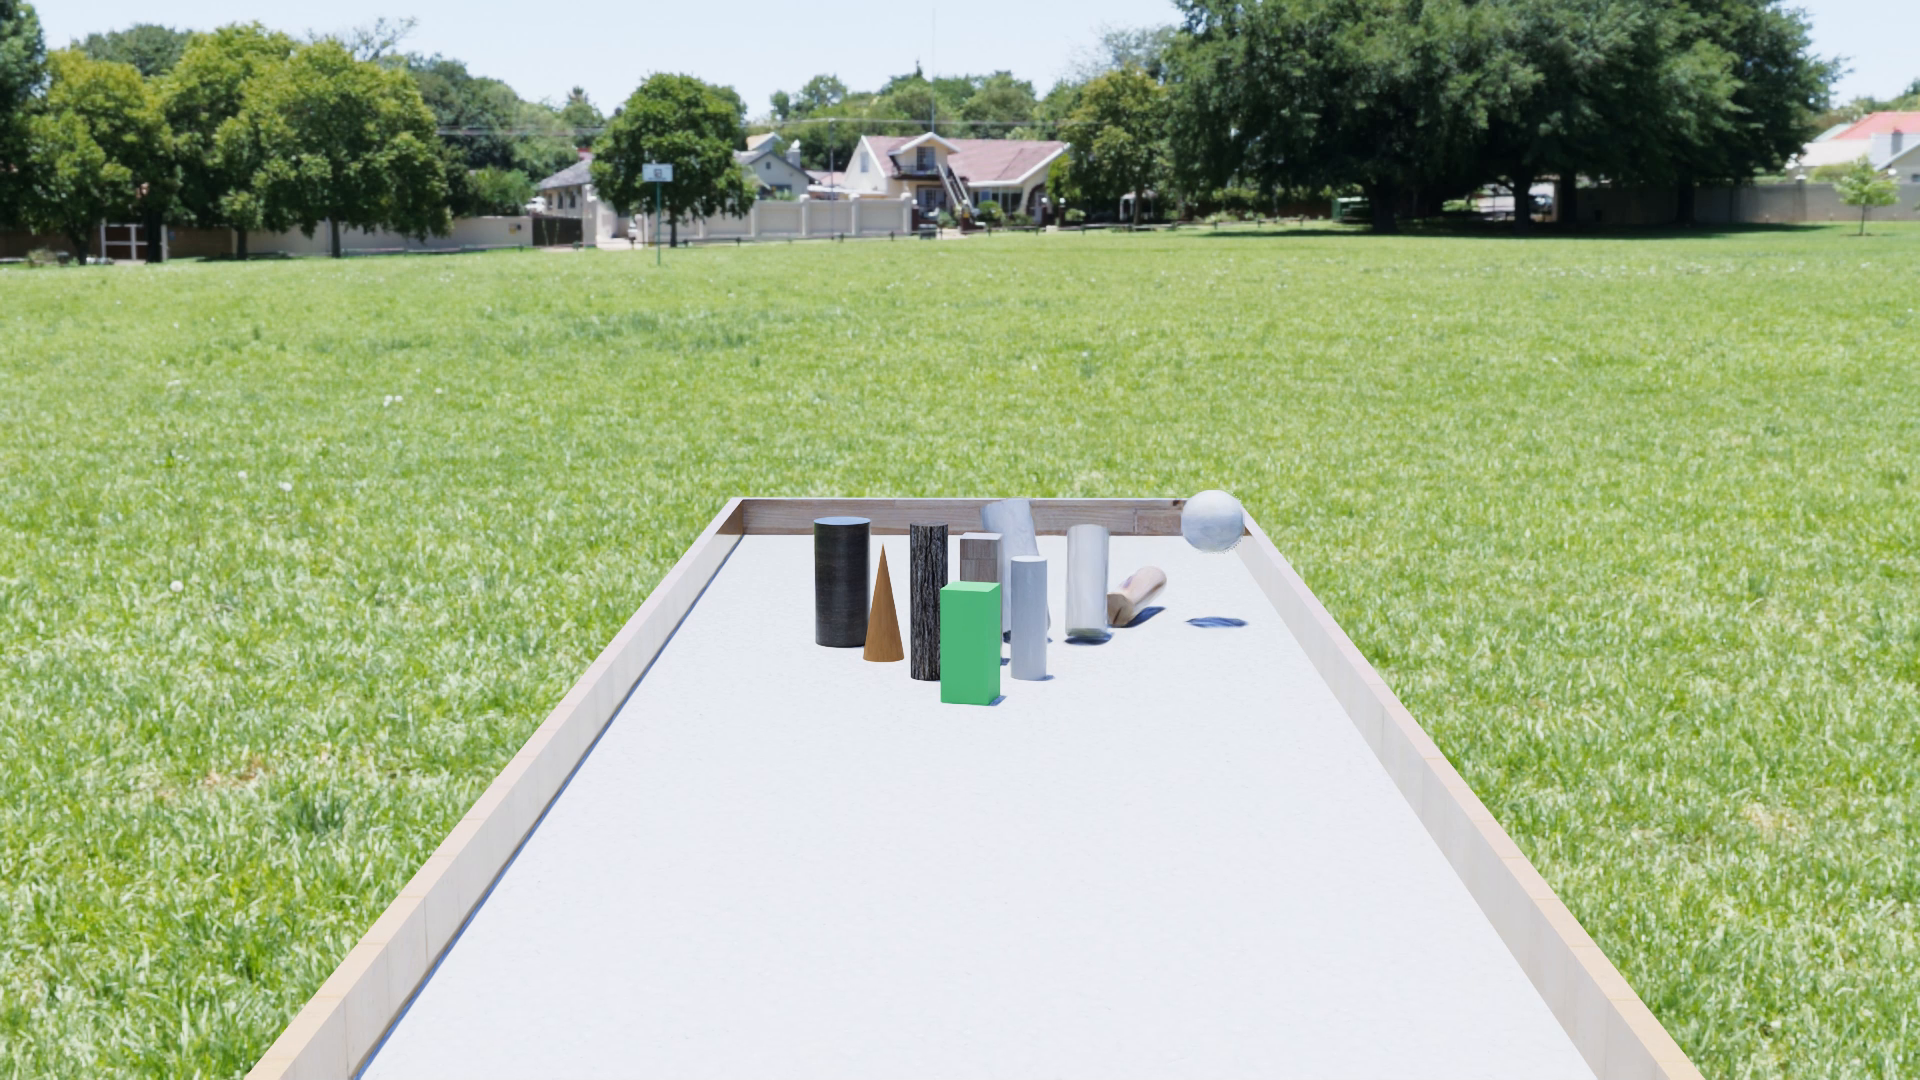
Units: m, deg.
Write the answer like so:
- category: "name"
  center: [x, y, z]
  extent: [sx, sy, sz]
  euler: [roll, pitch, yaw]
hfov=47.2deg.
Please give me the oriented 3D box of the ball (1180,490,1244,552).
- category: "ball"
  center: [0.830, -0.062, 7.235]
  extent: [0.209, 0.209, 0.209]
  euler: [0, 9, 0]

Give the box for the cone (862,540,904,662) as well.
- category: "cone"
  center: [-0.234, 0.181, 6.702]
  extent: [0.129, 0.365, 0.129]
  euler: [0, 9, 0]

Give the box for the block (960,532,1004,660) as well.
- category: "block"
  center: [0.065, 0.177, 6.664]
  extent: [0.115, 0.384, 0.115]
  euler: [1, 9, 9]

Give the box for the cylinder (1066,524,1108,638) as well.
- category: "cylinder"
  center: [0.405, 0.133, 7.012]
  extent: [0.135, 0.338, 0.135]
  euler: [2, -17, 1]

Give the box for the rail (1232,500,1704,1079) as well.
- category: "rail"
  center: [1.046, 0.843, 3.208]
  extent: [0.050, 0.150, 12.000]
  euler: [0, 9, 1]

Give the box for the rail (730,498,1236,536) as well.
- category: "rail"
  center: [0.099, -0.098, 9.147]
  extent: [2.100, 0.150, 0.050]
  euler: [0, 9, 1]

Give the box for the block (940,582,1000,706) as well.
- category: "block"
  center: [0.030, 0.288, 6.164]
  extent: [0.138, 0.322, 0.138]
  euler: [2, 9, 15]

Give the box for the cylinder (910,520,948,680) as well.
- category: "cylinder"
  center: [-0.090, 0.177, 6.434]
  extent: [0.112, 0.456, 0.112]
  euler: [0, 9, 0]

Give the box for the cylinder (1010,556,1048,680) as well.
- category: "cylinder"
  center: [0.202, 0.228, 6.447]
  extent: [0.108, 0.352, 0.108]
  euler: [0, 9, 0]

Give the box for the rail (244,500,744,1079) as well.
- category: "rail"
  center: [-1.004, 0.839, 3.234]
  extent: [0.050, 0.150, 12.000]
  euler: [0, 9, 1]

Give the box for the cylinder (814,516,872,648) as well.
- category: "cylinder"
  center: [-0.370, 0.131, 6.936]
  extent: [0.178, 0.389, 0.178]
  euler: [0, 9, 0]

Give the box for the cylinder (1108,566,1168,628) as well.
- category: "cylinder"
  center: [0.582, 0.187, 7.374]
  extent: [0.116, 0.116, 0.409]
  euler: [4, 14, 21]

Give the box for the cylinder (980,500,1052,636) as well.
- category: "cylinder"
  center: [0.178, 0.090, 7.031]
  extent: [0.160, 0.413, 0.160]
  euler: [-9, -13, -2]
